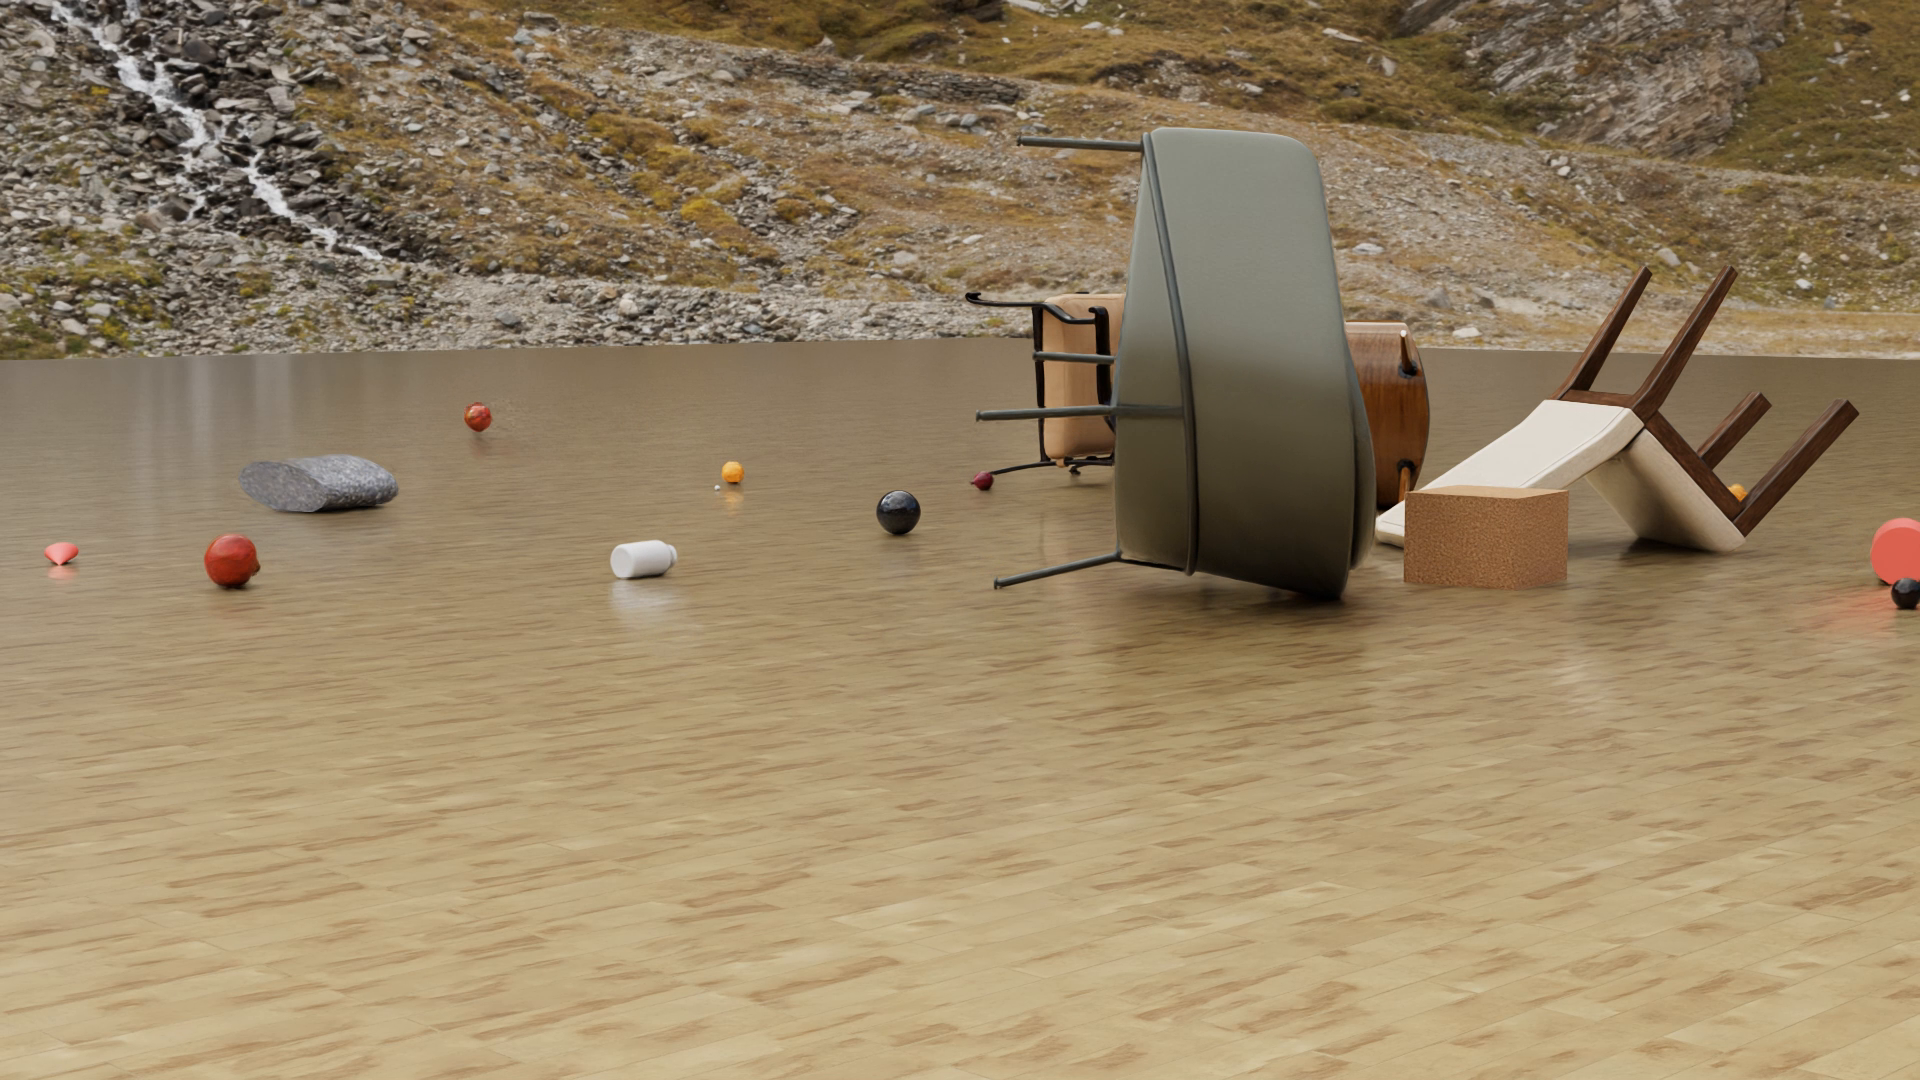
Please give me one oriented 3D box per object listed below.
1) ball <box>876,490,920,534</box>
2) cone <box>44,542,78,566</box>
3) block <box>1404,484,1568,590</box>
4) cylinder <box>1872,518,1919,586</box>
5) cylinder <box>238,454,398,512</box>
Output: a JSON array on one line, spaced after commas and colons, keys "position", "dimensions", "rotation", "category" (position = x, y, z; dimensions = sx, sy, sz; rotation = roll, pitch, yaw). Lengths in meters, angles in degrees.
[{"position": [-0.157, -0.070, 6.536], "dimensions": [0.115, 0.115, 0.115], "rotation": [0, 6, 0], "category": "ball"}, {"position": [-2.063, 0.043, 5.884], "dimensions": [0.075, 0.047, 0.081], "rotation": [-7, 24, -13], "category": "cone"}, {"position": [1.138, -0.008, 5.546], "dimensions": [0.262, 0.194, 0.255], "rotation": [4, 7, 37], "category": "block"}, {"position": [2.038, 0.024, 5.553], "dimensions": [0.123, 0.127, 0.216], "rotation": [35, 16, 13], "category": "cylinder"}, {"position": [-1.823, -0.163, 7.296], "dimensions": [0.319, 0.133, 0.314], "rotation": [14, 11, 24], "category": "cylinder"}]
